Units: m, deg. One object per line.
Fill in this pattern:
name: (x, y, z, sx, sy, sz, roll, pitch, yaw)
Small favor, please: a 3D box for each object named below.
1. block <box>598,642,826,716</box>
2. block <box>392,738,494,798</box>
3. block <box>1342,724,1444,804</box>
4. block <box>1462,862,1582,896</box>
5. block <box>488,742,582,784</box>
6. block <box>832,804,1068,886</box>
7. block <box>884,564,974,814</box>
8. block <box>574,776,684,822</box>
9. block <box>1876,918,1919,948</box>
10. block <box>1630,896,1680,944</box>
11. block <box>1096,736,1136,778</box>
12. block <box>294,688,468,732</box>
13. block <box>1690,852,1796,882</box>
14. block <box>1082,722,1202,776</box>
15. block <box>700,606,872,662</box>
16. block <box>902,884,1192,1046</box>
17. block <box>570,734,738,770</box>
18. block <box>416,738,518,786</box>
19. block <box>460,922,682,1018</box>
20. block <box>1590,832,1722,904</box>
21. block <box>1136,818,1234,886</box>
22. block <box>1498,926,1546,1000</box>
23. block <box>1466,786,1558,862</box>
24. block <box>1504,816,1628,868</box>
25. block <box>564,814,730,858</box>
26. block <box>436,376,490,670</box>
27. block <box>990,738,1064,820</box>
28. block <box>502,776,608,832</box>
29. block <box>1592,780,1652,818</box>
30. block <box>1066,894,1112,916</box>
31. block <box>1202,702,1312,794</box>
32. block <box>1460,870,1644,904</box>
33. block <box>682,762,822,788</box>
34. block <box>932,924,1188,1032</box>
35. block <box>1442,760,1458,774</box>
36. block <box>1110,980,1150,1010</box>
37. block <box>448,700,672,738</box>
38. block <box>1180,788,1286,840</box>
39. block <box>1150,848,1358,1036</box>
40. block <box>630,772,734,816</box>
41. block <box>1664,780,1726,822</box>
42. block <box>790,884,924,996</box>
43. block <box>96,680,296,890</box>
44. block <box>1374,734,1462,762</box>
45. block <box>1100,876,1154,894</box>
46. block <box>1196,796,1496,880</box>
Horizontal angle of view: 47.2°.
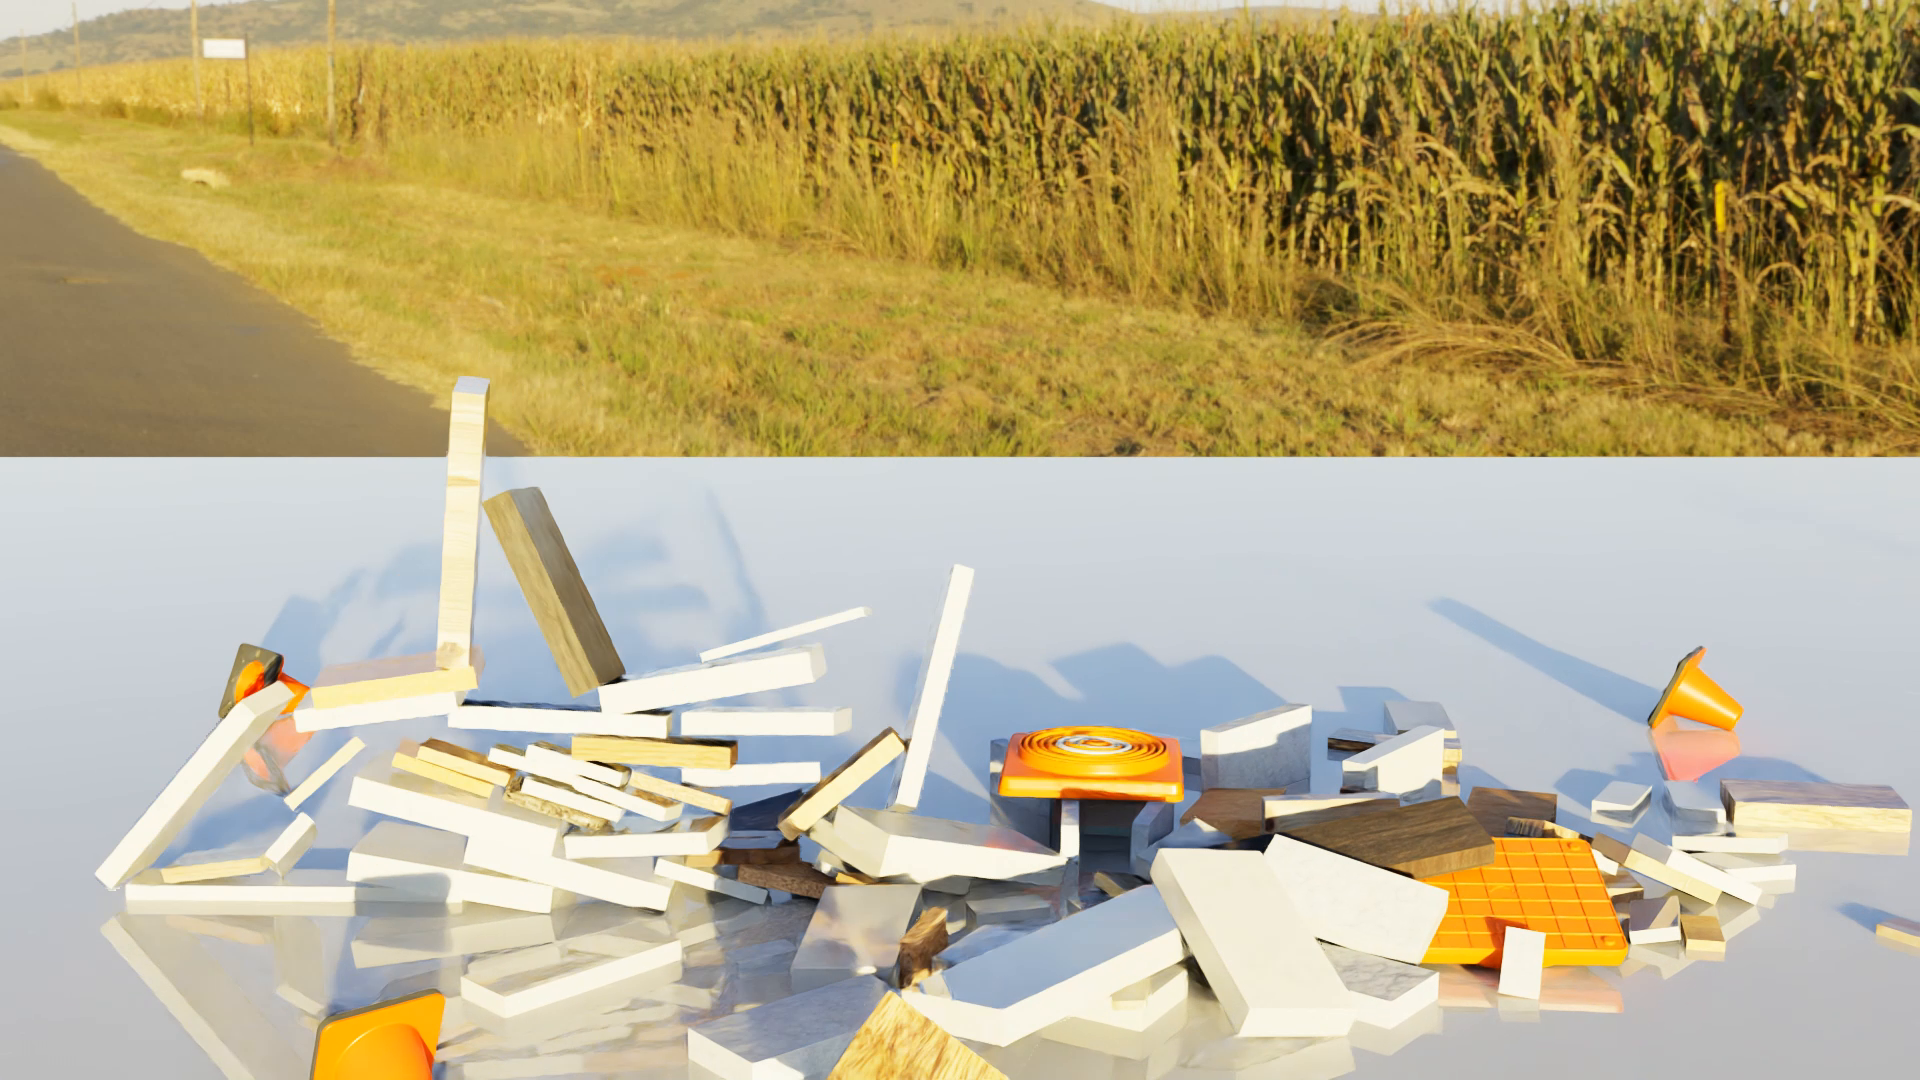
block: (-0.406, 0.230, 3.638, 0.348, 0.049, 0.174, -10, 2, 4)
block: (-0.847, 0.375, 3.619, 0.165, 0.023, 0.082, 21, 9, -11)
block: (0.792, 0.447, 4.021, 0.043, 0.153, 0.306, 8, 13, 38)
block: (0.923, 0.559, 3.624, 0.182, 0.026, 0.091, 0, 11, 2)
block: (-0.697, 0.369, 3.623, 0.151, 0.021, 0.076, 17, 0, -7)
block: (-0.016, 0.504, 3.624, 0.349, 0.049, 0.175, 12, 3, -32)
block: (-0.051, 0.251, 3.688, 0.034, 0.412, 0.121, 16, -15, -7)
block: (-0.542, 0.420, 3.600, 0.161, 0.023, 0.081, 18, 3, 12)
block: (1.635, 0.654, 3.278, 0.057, 0.016, 0.553, -7, 13, -35)
block: (1.105, 0.603, 3.495, 0.074, 0.021, 0.148, -10, 7, 19)
block: (0.293, 0.449, 4.141, 0.029, 0.104, 0.208, -1, 11, -8)
block: (-0.945, 0.261, 3.605, 0.258, 0.037, 0.129, -7, 14, -2)
block: (1.327, 0.559, 3.766, 0.175, 0.025, 0.088, -2, 11, -11)
block: (0.390, 0.424, 4.468, 0.327, 0.034, 0.120, 7, 13, 34)
block: (-0.287, 0.155, 3.628, 0.286, 0.015, 0.053, -16, -2, 10)
block: (0.175, 0.603, 3.171, 0.175, 0.049, 0.591, 2, 8, 39)
block: (-0.499, 0.345, 3.614, 0.256, 0.036, 0.128, 4, 0, 0)
block: (-0.805, 0.363, 3.598, 0.151, 0.021, 0.076, 18, 5, -3)
block: (-0.580, 0.642, 3.301, 0.113, 0.032, 0.319, 10, 15, 43)
block: (1.148, 0.541, 3.628, 0.196, 0.028, 0.098, 24, 3, -19)
block: (0.431, 0.550, 3.533, 0.141, 0.040, 0.282, -24, 34, -33)
block: (0.834, 0.627, 3.262, 0.057, 0.016, 0.114, 9, 42, 13)
block: (0.986, 0.514, 3.960, 0.153, 0.043, 0.306, 3, 11, 18)
block: (1.036, 0.515, 3.740, 0.196, 0.028, 0.098, 21, -11, -22)
block: (-0.510, 0.484, 3.596, 0.241, 0.034, 0.121, -3, 7, 12)
block: (-0.801, -0.031, 3.545, 0.049, 0.444, 0.174, 4, 12, -10)
block: (0.124, 0.449, 4.142, 0.029, 0.104, 0.208, -6, 12, -31)
block: (-0.661, 0.433, 3.620, 0.165, 0.023, 0.082, 18, 8, 2)
block: (1.251, 0.489, 4.156, 0.074, 0.021, 0.149, 6, 12, 30)
block: (0.227, 0.598, 3.525, 0.074, 0.021, 0.148, -3, 5, -13)
block: (0.572, 0.412, 4.229, 0.289, 0.144, 0.041, -10, 13, -44)
block: (0.981, 0.578, 3.664, 0.289, 0.026, 0.091, 0, 11, -1)
block: (-0.347, 0.392, 3.681, 0.226, 0.032, 0.113, -2, -5, -3)
block: (0.147, 0.645, 3.254, 0.346, 0.044, 0.154, 6, 12, 30)
block: (0.911, 0.441, 4.407, 0.168, 0.024, 0.084, 3, 11, 16)
block: (0.240, 0.639, 3.092, 0.048, 0.014, 0.096, -4, 5, 9)
block: (-0.663, 0.298, 3.669, 0.354, 0.036, 0.128, 3, 0, -3)
block: (0.493, 0.493, 3.946, 0.144, 0.041, 0.328, -1, 3, 16)
block: (0.420, 0.578, 3.189, 0.174, 0.049, 0.348, 5, 29, -22)
block: (-0.454, 0.414, 3.584, 0.161, 0.023, 0.081, 16, -9, 4)
block: (1.380, 0.491, 4.135, 0.088, 0.025, 0.176, 2, 11, 10)
block: (-0.154, 0.609, 3.368, 0.154, 0.044, 0.309, -2, 14, 7)
block: (-1.261, 0.403, 3.625, 0.037, 0.420, 0.129, 43, 16, 1)
block: (0.917, 0.416, 4.408, 0.168, 0.024, 0.084, 2, 11, 9)
block: (0.315, 0.580, 3.667, 0.148, 0.021, 0.074, -4, 11, -22)
block: (0.602, 0.506, 3.503, 0.473, 0.040, 0.141, -10, 28, -10)
